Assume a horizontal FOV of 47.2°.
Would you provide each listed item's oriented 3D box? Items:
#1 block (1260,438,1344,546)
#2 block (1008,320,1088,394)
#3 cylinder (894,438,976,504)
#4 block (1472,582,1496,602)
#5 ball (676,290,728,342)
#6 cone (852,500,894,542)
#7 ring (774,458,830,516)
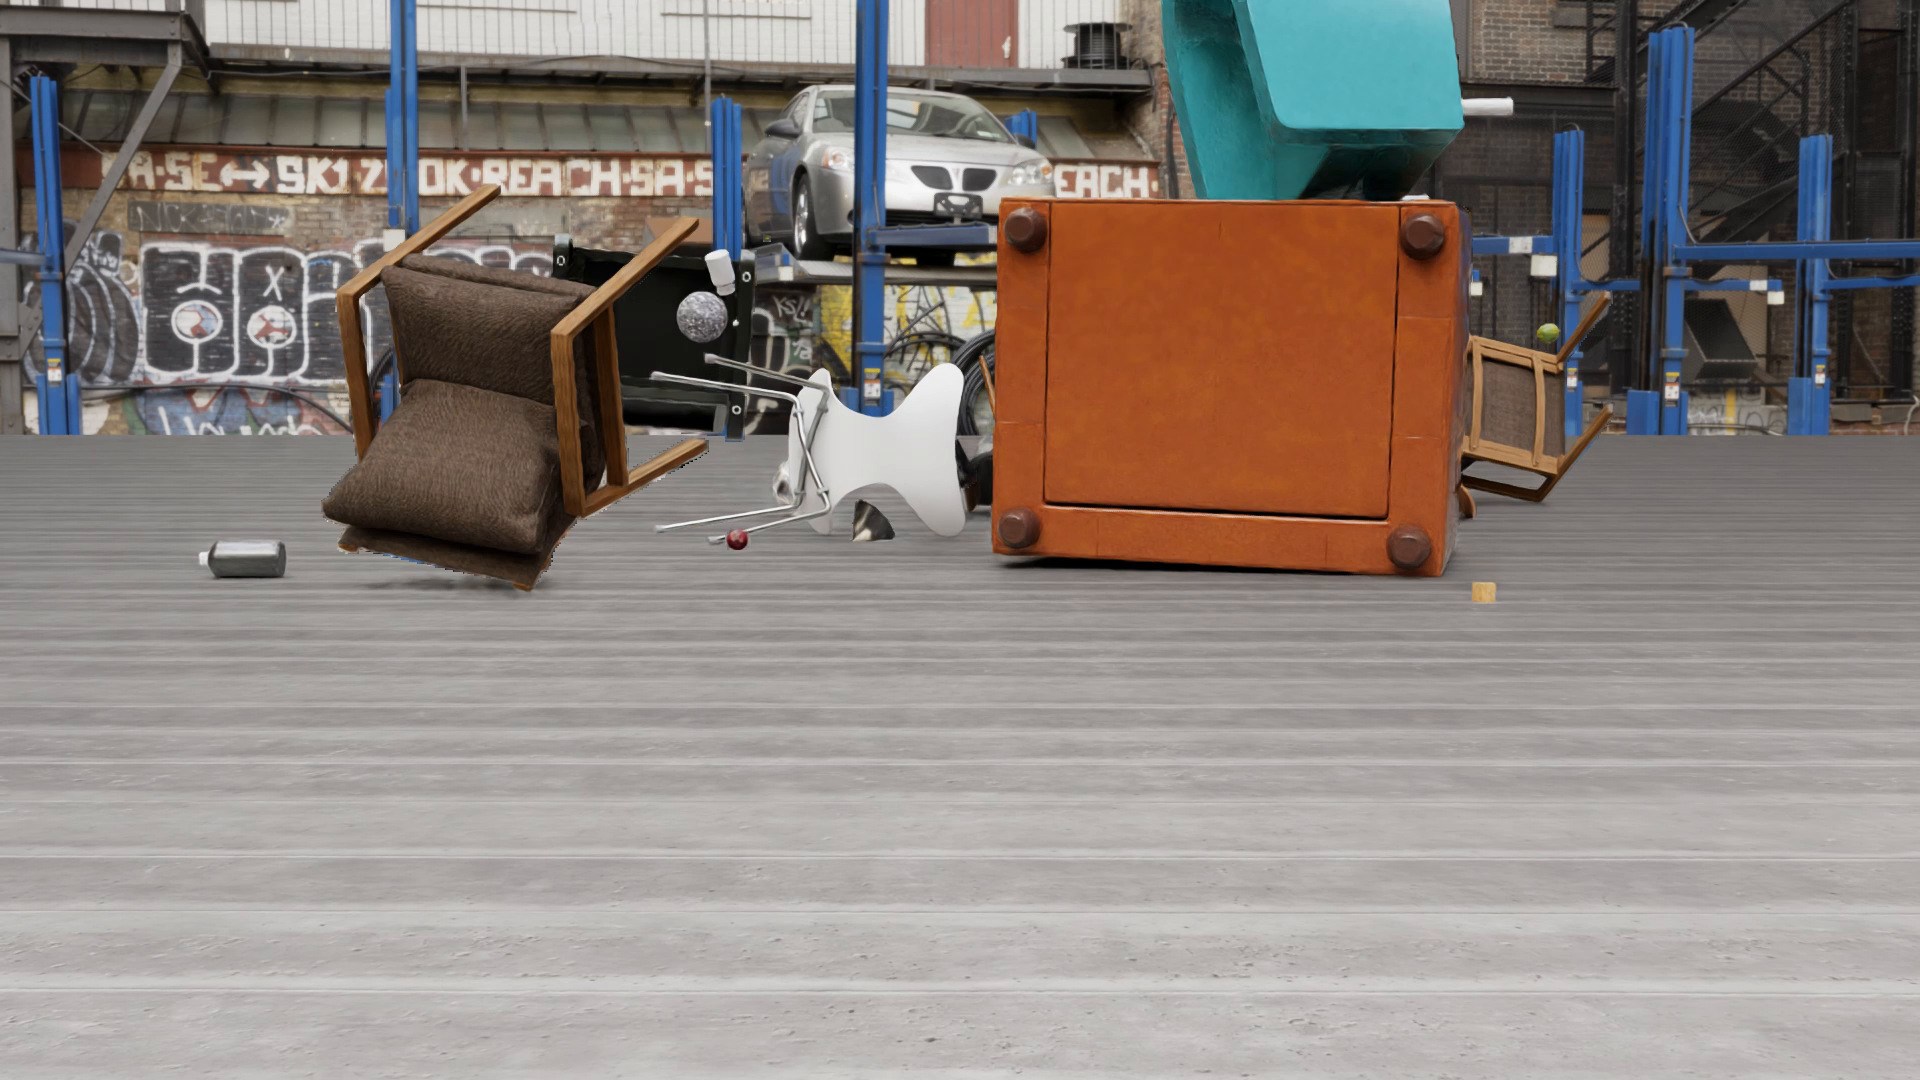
[{"bbox_3d":[0.993,-0.142,6.373,0.182,0.249,0.238,-5,13,18],"label":"block"},{"bbox_3d":[0.313,-0.653,7.845,0.205,0.173,0.123,27,10,-20],"label":"block"},{"bbox_3d":[-0.089,-0.237,7.593,0.248,0.148,0.137,-22,19,12],"label":"cylinder"},{"bbox_3d":[1.106,0.110,4.645,0.035,0.040,0.033,-2,4,-24],"label":"block"},{"bbox_3d":[-0.807,-0.700,6.888,0.160,0.160,0.160,0,4,0],"label":"ball"},{"bbox_3d":[-0.286,-0.027,6.495,0.105,0.154,0.127,-44,-5,-29],"label":"cone"},{"bbox_3d":[-0.555,-0.188,7.747,0.207,0.110,0.269,12,36,-14],"label":"ring"}]
